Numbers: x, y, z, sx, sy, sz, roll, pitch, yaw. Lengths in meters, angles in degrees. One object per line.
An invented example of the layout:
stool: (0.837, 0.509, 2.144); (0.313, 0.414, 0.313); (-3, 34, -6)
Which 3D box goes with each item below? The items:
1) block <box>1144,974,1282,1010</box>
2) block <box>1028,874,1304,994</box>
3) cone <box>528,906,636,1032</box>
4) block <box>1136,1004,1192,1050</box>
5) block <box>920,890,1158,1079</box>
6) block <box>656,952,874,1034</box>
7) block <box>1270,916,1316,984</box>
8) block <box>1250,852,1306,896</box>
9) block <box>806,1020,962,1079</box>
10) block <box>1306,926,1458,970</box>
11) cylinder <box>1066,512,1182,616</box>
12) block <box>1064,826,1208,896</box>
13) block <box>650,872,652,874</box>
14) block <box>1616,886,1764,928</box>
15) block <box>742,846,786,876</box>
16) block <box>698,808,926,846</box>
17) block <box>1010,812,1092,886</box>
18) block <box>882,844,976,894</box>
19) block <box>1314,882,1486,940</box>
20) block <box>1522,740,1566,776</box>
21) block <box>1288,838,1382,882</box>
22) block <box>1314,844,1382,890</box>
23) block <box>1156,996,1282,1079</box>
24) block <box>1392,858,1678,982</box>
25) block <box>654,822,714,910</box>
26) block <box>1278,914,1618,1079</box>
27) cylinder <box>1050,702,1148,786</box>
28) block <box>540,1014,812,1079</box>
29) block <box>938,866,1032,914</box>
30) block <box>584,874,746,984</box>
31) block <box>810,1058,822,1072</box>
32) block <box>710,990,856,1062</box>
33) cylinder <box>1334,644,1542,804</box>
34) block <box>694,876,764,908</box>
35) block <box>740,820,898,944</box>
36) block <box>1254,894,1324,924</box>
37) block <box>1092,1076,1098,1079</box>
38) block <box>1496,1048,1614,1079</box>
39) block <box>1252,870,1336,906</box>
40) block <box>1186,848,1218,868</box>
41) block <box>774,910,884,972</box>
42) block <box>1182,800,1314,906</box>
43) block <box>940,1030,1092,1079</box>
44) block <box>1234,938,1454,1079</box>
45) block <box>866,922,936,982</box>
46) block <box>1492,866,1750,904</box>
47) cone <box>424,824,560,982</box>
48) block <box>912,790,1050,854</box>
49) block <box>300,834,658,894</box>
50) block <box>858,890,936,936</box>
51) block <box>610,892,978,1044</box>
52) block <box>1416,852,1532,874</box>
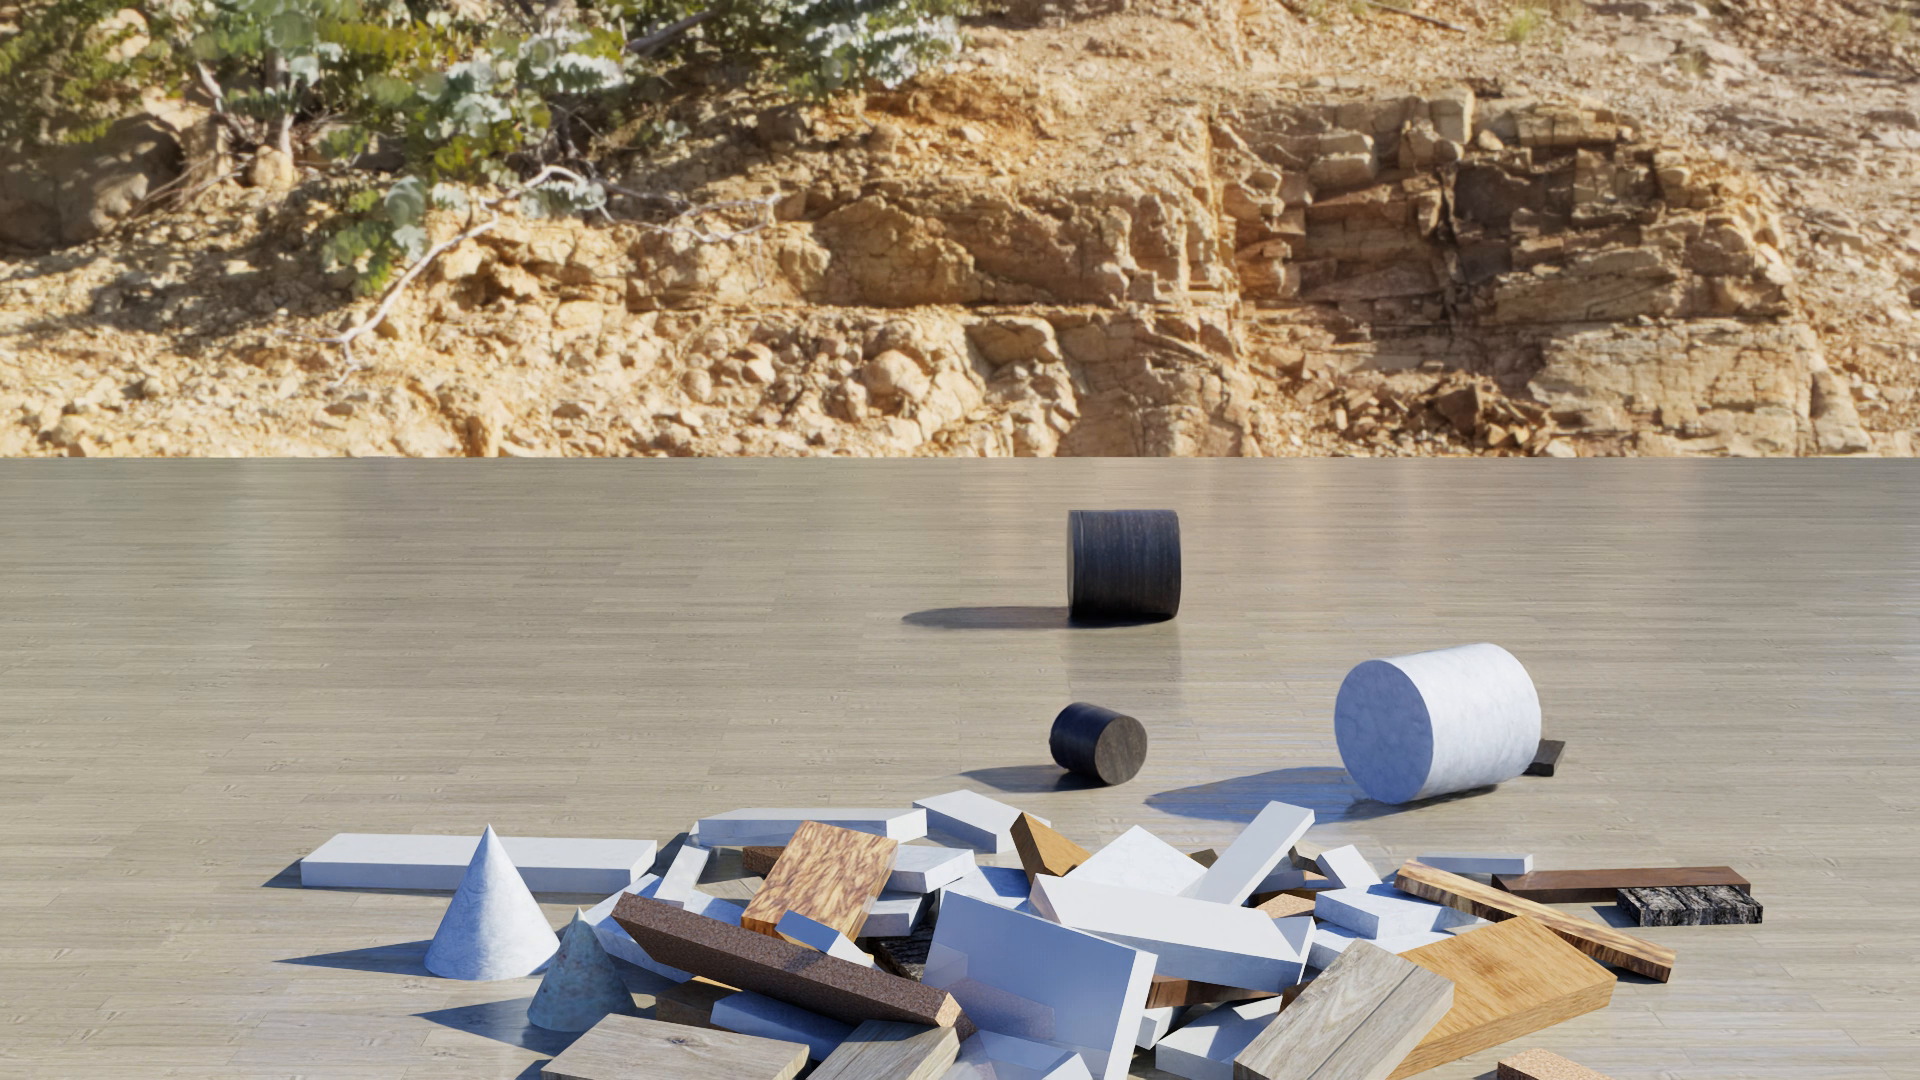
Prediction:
block: (0.326, 0.602, 3.110); (0.281, 0.040, 0.140); (4, 16, -39)
block: (0.284, 0.551, 3.079); (0.351, 0.050, 0.175); (11, 12, -13)
cone: (-0.547, 0.603, 3.169); (0.157, 0.157, 0.157); (0, 11, 0)
block: (0.263, 0.623, 3.142); (0.151, 0.043, 0.365); (18, 13, 20)
block: (0.096, 0.590, 2.929); (0.337, 0.168, 0.048); (10, -8, 42)
block: (-0.281, 0.654, 3.206); (0.152, 0.043, 0.304); (8, 13, 36)
block: (0.467, 0.619, 3.243); (0.082, 0.023, 0.164); (-8, 28, 26)
block: (0.470, 0.556, 3.637); (0.202, 0.029, 0.101); (-11, 11, 12)
block: (-0.131, 0.699, 2.758); (0.141, 0.040, 0.282); (-3, 20, 33)
block: (0.639, 0.619, 3.334); (0.258, 0.036, 0.129); (0, 8, -38)
cylinder: (0.426, 0.063, 5.755); (0.275, 0.275, 0.275); (0, 11, -1)
block: (0.264, 0.548, 3.465); (0.140, 0.040, 0.281); (30, 28, 23)
block: (-0.571, 0.573, 3.727); (0.094, 0.013, 0.047); (-1, 11, -4)
block: (1.183, 0.594, 3.569); (0.202, 0.029, 0.101); (-1, 11, -5)
block: (-0.242, 0.555, 3.759); (0.248, 0.035, 0.124); (10, 14, 42)
block: (-0.252, 0.491, 3.762); (0.356, 0.045, 0.158); (-3, -1, 23)
block: (0.167, 0.540, 3.609); (0.140, 0.040, 0.281); (33, 6, -11)
block: (-0.104, 0.532, 3.581); (0.238, 0.034, 0.119); (-3, 9, 42)
block: (0.690, 0.574, 3.435); (0.257, 0.036, 0.129); (0, 9, -38)
block: (1.161, 0.436, 4.428); (0.090, 0.025, 0.179); (4, 11, 22)
block: (0.613, 0.533, 3.609); (0.150, 0.021, 0.075); (19, 16, -9)
block: (0.645, 0.561, 3.537); (0.075, 0.021, 0.150); (-8, 49, -37)
block: (0.396, 0.688, 3.042); (0.129, 0.036, 0.257); (8, 13, 37)
block: (0.884, 0.584, 3.391); (0.425, 0.023, 0.082); (17, 16, 21)
block: (-0.447, 0.533, 3.642); (0.047, 0.013, 0.696); (8, 2, -2)
block: (0.694, 0.647, 3.109); (0.501, 0.050, 0.175); (-7, 28, -35)
cylinder: (0.272, 0.399, 4.323); (0.136, 0.136, 0.136); (-8, 13, -37)
block: (-0.371, 0.697, 2.875); (0.316, 0.045, 0.158); (2, 18, 27)
block: (0.055, 0.586, 3.458); (0.175, 0.050, 0.351); (5, 7, 0)
block: (-0.437, 0.602, 3.389); (0.304, 0.043, 0.152); (10, 28, 43)
block: (-0.175, 0.726, 2.860); (0.102, 0.029, 0.203); (-9, 14, -41)
block: (-0.203, 0.670, 2.981); (0.252, 0.029, 0.102); (15, 4, 19)
cylinder: (0.914, 0.349, 4.216); (0.274, 0.274, 0.274); (-6, 12, -31)
block: (-0.339, 0.599, 3.526); (0.119, 0.034, 0.238); (-5, 12, -24)
block: (-0.212, 0.537, 3.379); (0.158, 0.045, 0.316); (11, 22, 10)
block: (0.497, 0.593, 3.433); (0.082, 0.023, 0.164); (8, 13, 38)
block: (0.136, 0.686, 3.020); (0.168, 0.048, 0.337); (1, 11, 8)
block: (0.844, 0.729, 2.855); (0.081, 0.023, 0.306); (-7, 13, -35)
block: (0.589, 0.579, 3.653); (0.202, 0.029, 0.101); (0, 11, -2)
block: (0.332, 0.561, 3.624); (0.201, 0.028, 0.100); (-14, 11, -2)
block: (-0.145, 0.605, 3.062); (0.119, 0.238, 0.034); (12, 60, 48)
block: (0.462, 0.523, 3.557); (0.079, 0.022, 0.315); (10, 33, 37)
block: (0.038, 0.679, 2.738); (0.141, 0.040, 0.282); (-31, 7, -24)
block: (0.510, 0.652, 2.910); (0.151, 0.043, 0.301); (22, 38, 35)
block: (-0.062, 0.634, 3.355); (0.100, 0.028, 0.201); (-4, 11, -21)
block: (1.102, 0.576, 3.673); (0.409, 0.025, 0.090); (-1, 11, -4)
cone: (-0.719, 0.537, 3.376); (0.212, 0.212, 0.212); (0, 11, 0)
block: (0.037, 0.511, 4.001); (0.124, 0.035, 0.248); (-8, 13, -37)
block: (-0.814, 0.548, 3.733); (0.575, 0.043, 0.152); (0, 10, 9)
block: (-0.120, 0.584, 3.494); (0.124, 0.035, 0.247); (-3, 3, 8)
block: (-0.231, 0.601, 3.033); (0.562, 0.141, 0.040); (10, 58, 33)
block: (0.873, 0.548, 3.731); (0.179, 0.025, 0.090); (-2, -3, 23)
